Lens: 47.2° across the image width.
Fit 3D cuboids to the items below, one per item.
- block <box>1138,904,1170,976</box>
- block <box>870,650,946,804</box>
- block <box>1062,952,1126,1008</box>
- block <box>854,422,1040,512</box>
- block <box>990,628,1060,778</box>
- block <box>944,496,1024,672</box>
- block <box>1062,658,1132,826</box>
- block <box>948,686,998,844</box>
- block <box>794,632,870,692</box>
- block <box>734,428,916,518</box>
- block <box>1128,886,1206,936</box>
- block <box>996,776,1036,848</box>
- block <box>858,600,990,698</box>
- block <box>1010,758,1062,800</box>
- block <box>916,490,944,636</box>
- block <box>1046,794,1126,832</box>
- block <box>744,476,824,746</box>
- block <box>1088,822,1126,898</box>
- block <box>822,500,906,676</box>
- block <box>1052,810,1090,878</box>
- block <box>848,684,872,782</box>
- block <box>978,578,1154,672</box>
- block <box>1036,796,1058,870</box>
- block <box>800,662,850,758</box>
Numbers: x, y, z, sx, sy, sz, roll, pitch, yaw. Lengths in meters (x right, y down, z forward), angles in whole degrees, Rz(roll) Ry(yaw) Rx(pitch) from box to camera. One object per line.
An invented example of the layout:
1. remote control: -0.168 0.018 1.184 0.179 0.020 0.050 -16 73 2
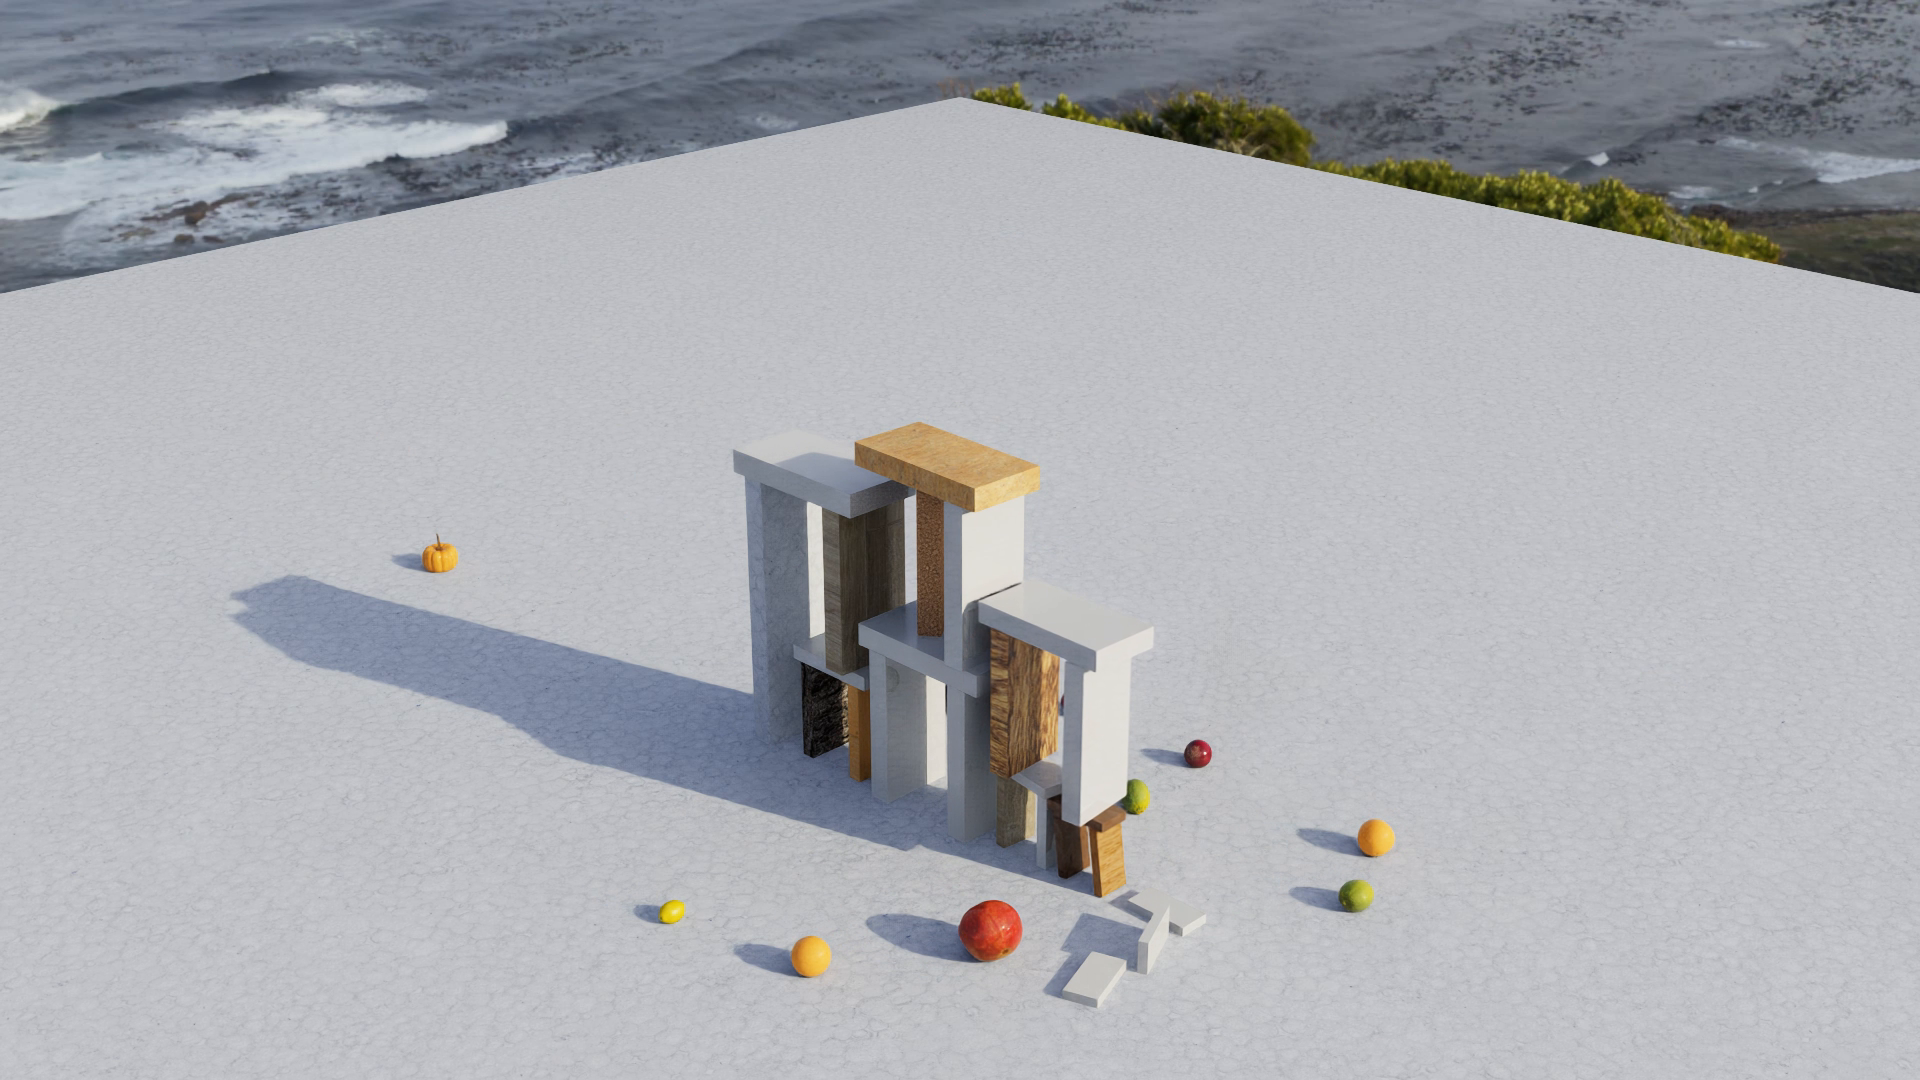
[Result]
1. block: 0.350 0.721 3.976 0.019 0.067 0.134 9 24 19
2. block: -0.106 0.356 4.496 0.047 0.333 0.166 21 31 41
3. block: 0.239 0.779 3.900 0.067 0.019 0.134 11 25 24
4. block: -0.027 -0.142 4.198 0.169 0.048 0.338 -20 30 -39
5. block: 0.125 0.290 4.220 0.043 0.304 0.152 19 30 38
6. block: 0.046 0.066 4.199 0.048 0.338 0.169 21 31 40
7. block: 0.254 0.354 4.096 0.043 0.329 0.152 17 28 35
8. block: 0.051 0.417 4.351 0.166 0.333 0.047 -21 31 -40
9. block: -0.233 0.249 4.575 0.109 0.031 0.219 -21 31 -40
10. block: -0.278 -0.139 4.472 0.356 0.050 0.178 21 31 41
11. block: 0.385 0.693 4.104 0.134 0.019 0.067 21 31 40
12. block: 0.111 0.520 4.330 0.080 0.160 0.023 -17 29 -35
13. block: -0.027 0.211 4.350 0.166 0.047 0.333 -21 31 -40
14. block: 0.146 0.449 4.262 0.080 0.023 0.160 -16 28 -33
15. block: -0.048 0.002 4.351 0.048 0.337 0.169 3 23 8
16. block: 0.240 0.510 4.174 0.139 0.020 0.069 21 31 40
17. block: -0.361 0.130 4.677 0.050 0.606 0.178 21 31 41
18. block: 0.280 0.600 4.169 0.020 0.139 0.069 12 24 44
19. block: -0.193 0.081 4.474 0.178 0.356 0.050 -21 31 -40
20. block: 0.215 0.574 4.229 0.069 0.139 0.020 -21 23 -41
21. block: -0.180 0.384 4.576 0.109 0.219 0.031 -21 31 -40
22. block: 0.195 0.156 4.088 0.152 0.043 0.304 -20 30 -39
23. block: 0.183 0.550 4.260 0.023 0.160 0.080 19 29 37
24. block: -0.284 0.344 4.671 0.031 0.219 0.109 21 31 41
